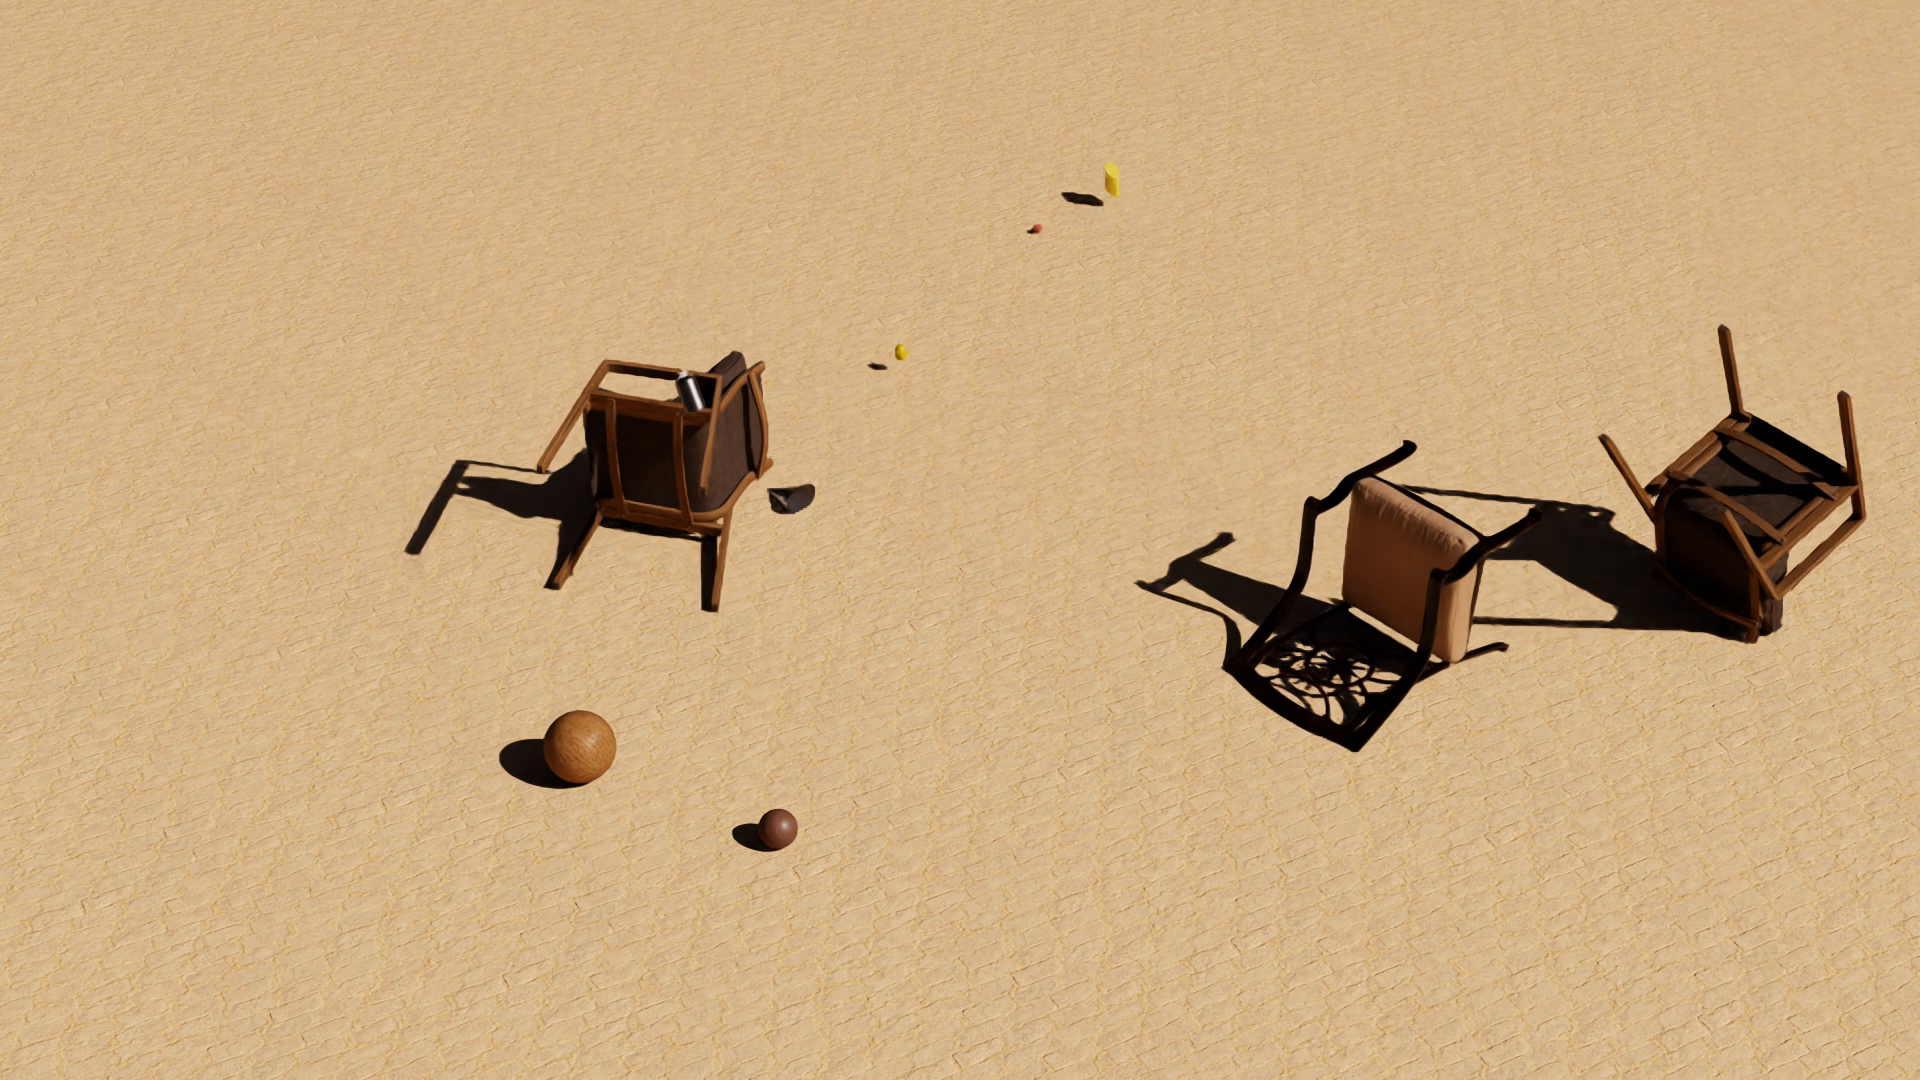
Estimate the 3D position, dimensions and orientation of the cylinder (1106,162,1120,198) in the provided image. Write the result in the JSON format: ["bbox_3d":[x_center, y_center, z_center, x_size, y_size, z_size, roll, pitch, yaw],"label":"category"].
[{"bbox_3d":[0.685,-1.617,13.158,0.058,0.116,0.111,-15,49,-9],"label":"cylinder"}]

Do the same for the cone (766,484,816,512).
[{"bbox_3d":[-0.671,-0.177,11.171,0.202,0.092,0.152,15,41,44],"label":"cone"}]

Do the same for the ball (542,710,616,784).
[{"bbox_3d":[-1.257,0.683,9.688,0.242,0.242,0.242,0,33,0],"label":"ball"}]
